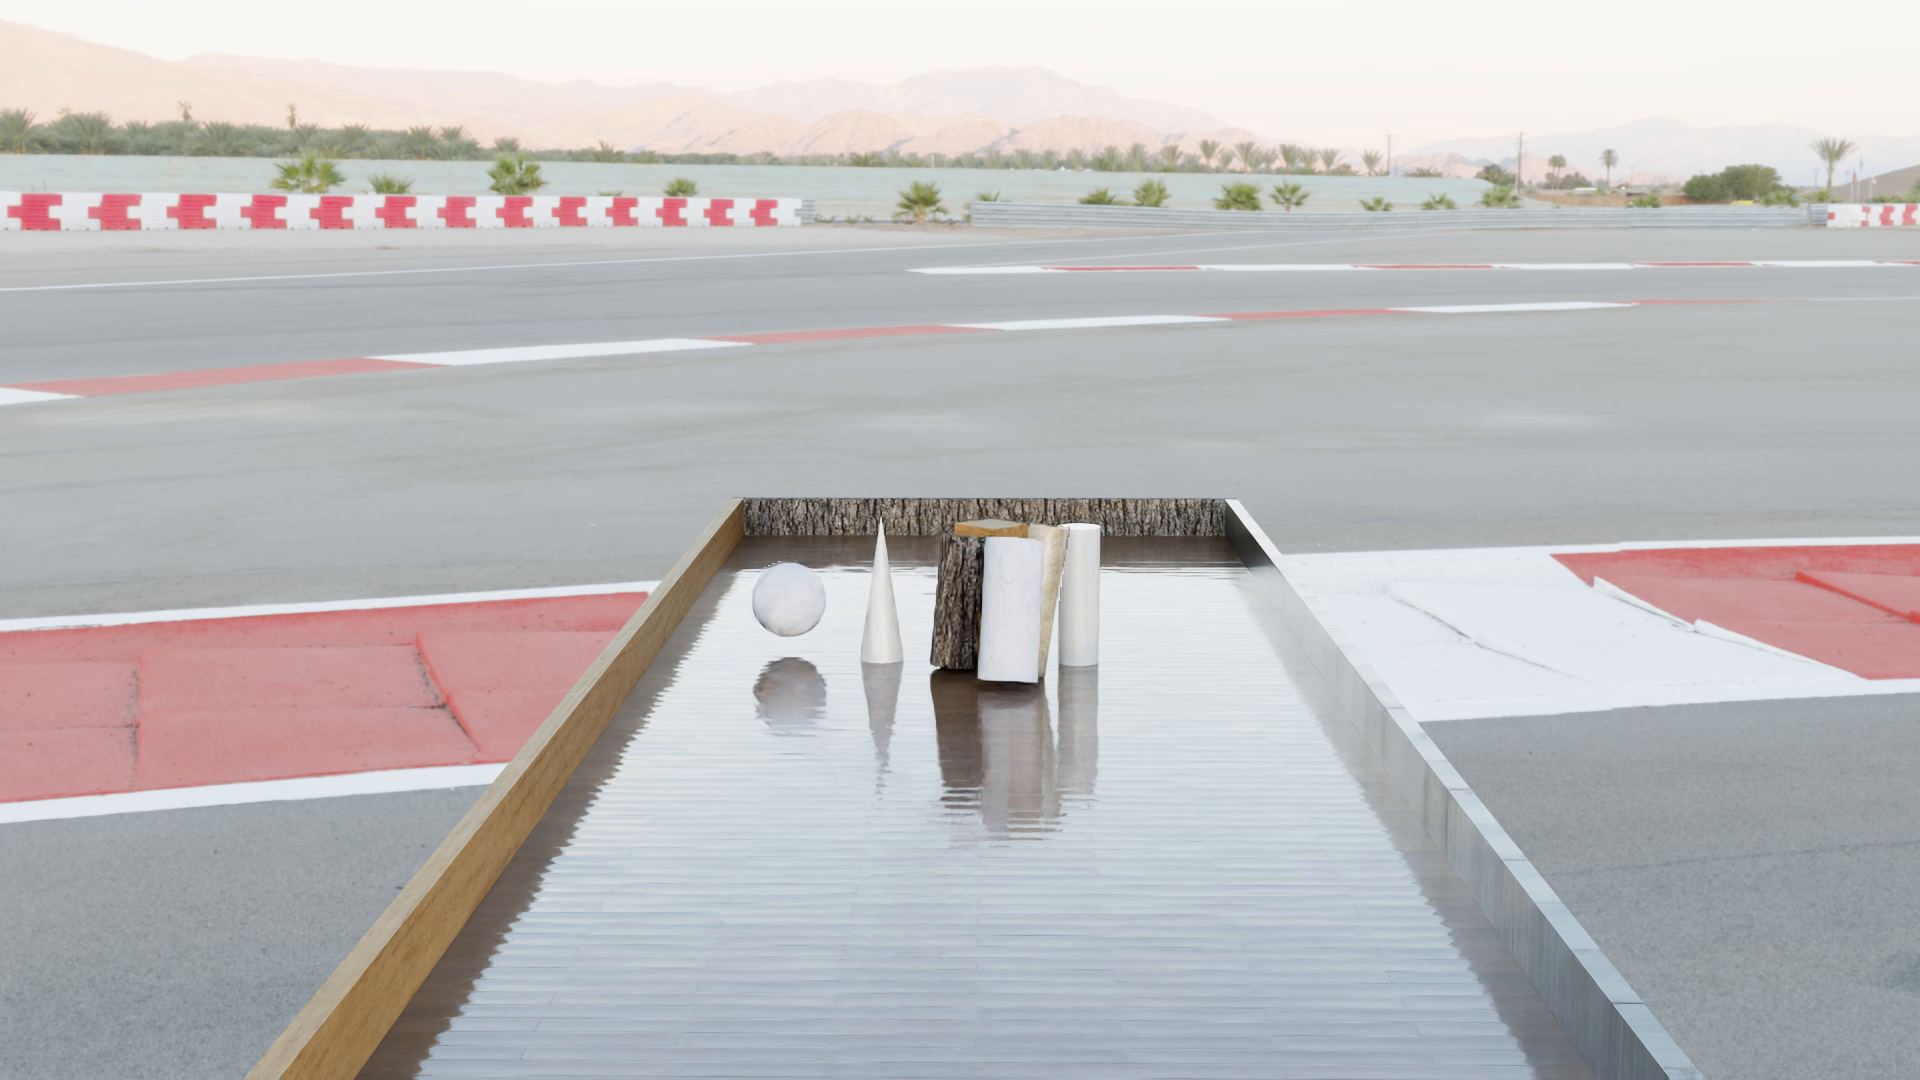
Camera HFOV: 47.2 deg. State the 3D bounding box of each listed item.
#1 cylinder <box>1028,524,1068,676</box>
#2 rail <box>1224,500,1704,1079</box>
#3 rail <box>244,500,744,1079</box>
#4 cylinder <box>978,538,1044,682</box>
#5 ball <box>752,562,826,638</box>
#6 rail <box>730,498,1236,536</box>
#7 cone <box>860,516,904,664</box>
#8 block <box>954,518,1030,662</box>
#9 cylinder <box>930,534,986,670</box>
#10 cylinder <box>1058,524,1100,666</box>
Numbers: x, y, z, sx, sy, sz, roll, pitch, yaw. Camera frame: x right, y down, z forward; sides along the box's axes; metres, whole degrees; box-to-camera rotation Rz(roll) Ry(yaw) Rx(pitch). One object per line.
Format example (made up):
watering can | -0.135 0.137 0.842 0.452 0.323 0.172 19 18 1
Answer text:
cylinder | 0.227 0.176 6.457 0.113 0.437 0.113 9 0 0
rail | 1.046 0.843 3.208 0.050 0.150 12.000 0 9 1
rail | -1.004 0.839 3.234 0.050 0.150 12.000 0 9 1
cylinder | 0.148 0.203 6.334 0.172 0.408 0.172 3 -4 0
ball | -0.534 0.187 6.865 0.234 0.234 0.234 0 9 0
rail | 0.099 -0.098 9.147 2.100 0.150 0.050 0 9 1
cone | -0.239 0.144 6.690 0.139 0.442 0.139 0 9 0
block | 0.096 0.156 6.695 0.161 0.413 0.161 9 11 43
cylinder | -0.006 0.183 6.556 0.132 0.392 0.132 5 2 0
cylinder | 0.359 0.164 6.647 0.126 0.415 0.126 0 9 0
